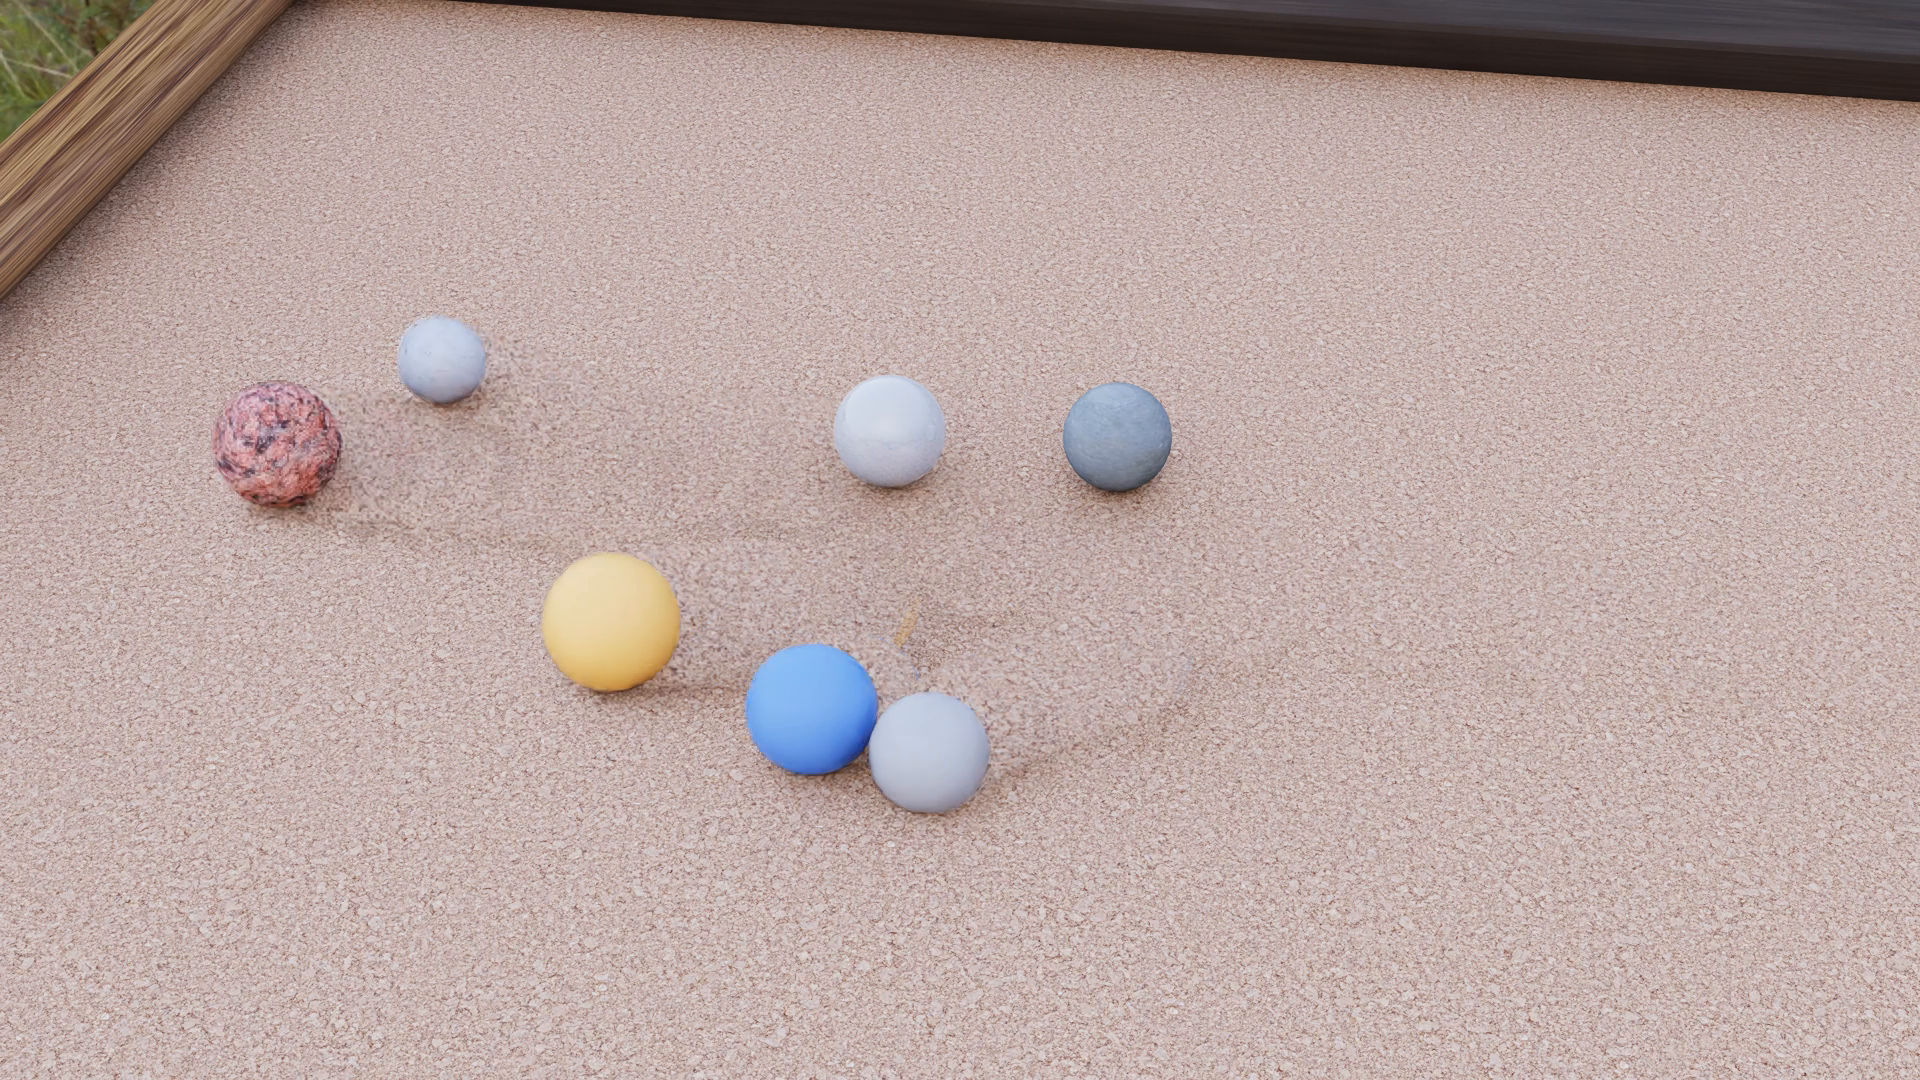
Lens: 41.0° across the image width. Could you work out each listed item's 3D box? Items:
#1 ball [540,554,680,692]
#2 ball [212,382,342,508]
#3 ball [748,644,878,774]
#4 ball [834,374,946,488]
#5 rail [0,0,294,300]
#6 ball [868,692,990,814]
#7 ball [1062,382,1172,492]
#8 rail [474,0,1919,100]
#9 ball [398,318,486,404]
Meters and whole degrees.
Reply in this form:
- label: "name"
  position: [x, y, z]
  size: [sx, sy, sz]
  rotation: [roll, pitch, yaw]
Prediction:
- label: "ball"
  position: [-0.242, 0.057, 1.779]
  size: [0.096, 0.096, 0.096]
  rotation: [0, 35, 0]
- label: "ball"
  position: [-0.524, -0.073, 1.969]
  size: [0.096, 0.096, 0.096]
  rotation: [0, 35, 0]
- label: "ball"
  position: [-0.098, 0.112, 1.707]
  size: [0.087, 0.087, 0.087]
  rotation: [0, 35, 0]
- label: "ball"
  position: [-0.055, -0.085, 1.993]
  size: [0.087, 0.087, 0.087]
  rotation: [0, 35, 0]
- label: "rail"
  position: [-0.867, -0.101, 1.982]
  size: [0.045, 0.125, 1.990]
  rotation: [6, 35, 8]
- label: "ball"
  position: [-0.020, 0.139, 1.675]
  size: [0.079, 0.079, 0.079]
  rotation: [0, 35, 0]
- label: "ball"
  position: [0.122, -0.080, 1.988]
  size: [0.085, 0.085, 0.085]
  rotation: [0, 35, 0]
- label: "rail"
  position: [1.054, -0.474, 2.525]
  size: [3.613, 0.125, 0.045]
  rotation: [6, 35, 8]
- label: "ball"
  position: [-0.423, -0.147, 2.098]
  size: [0.071, 0.071, 0.071]
  rotation: [0, 35, 0]
